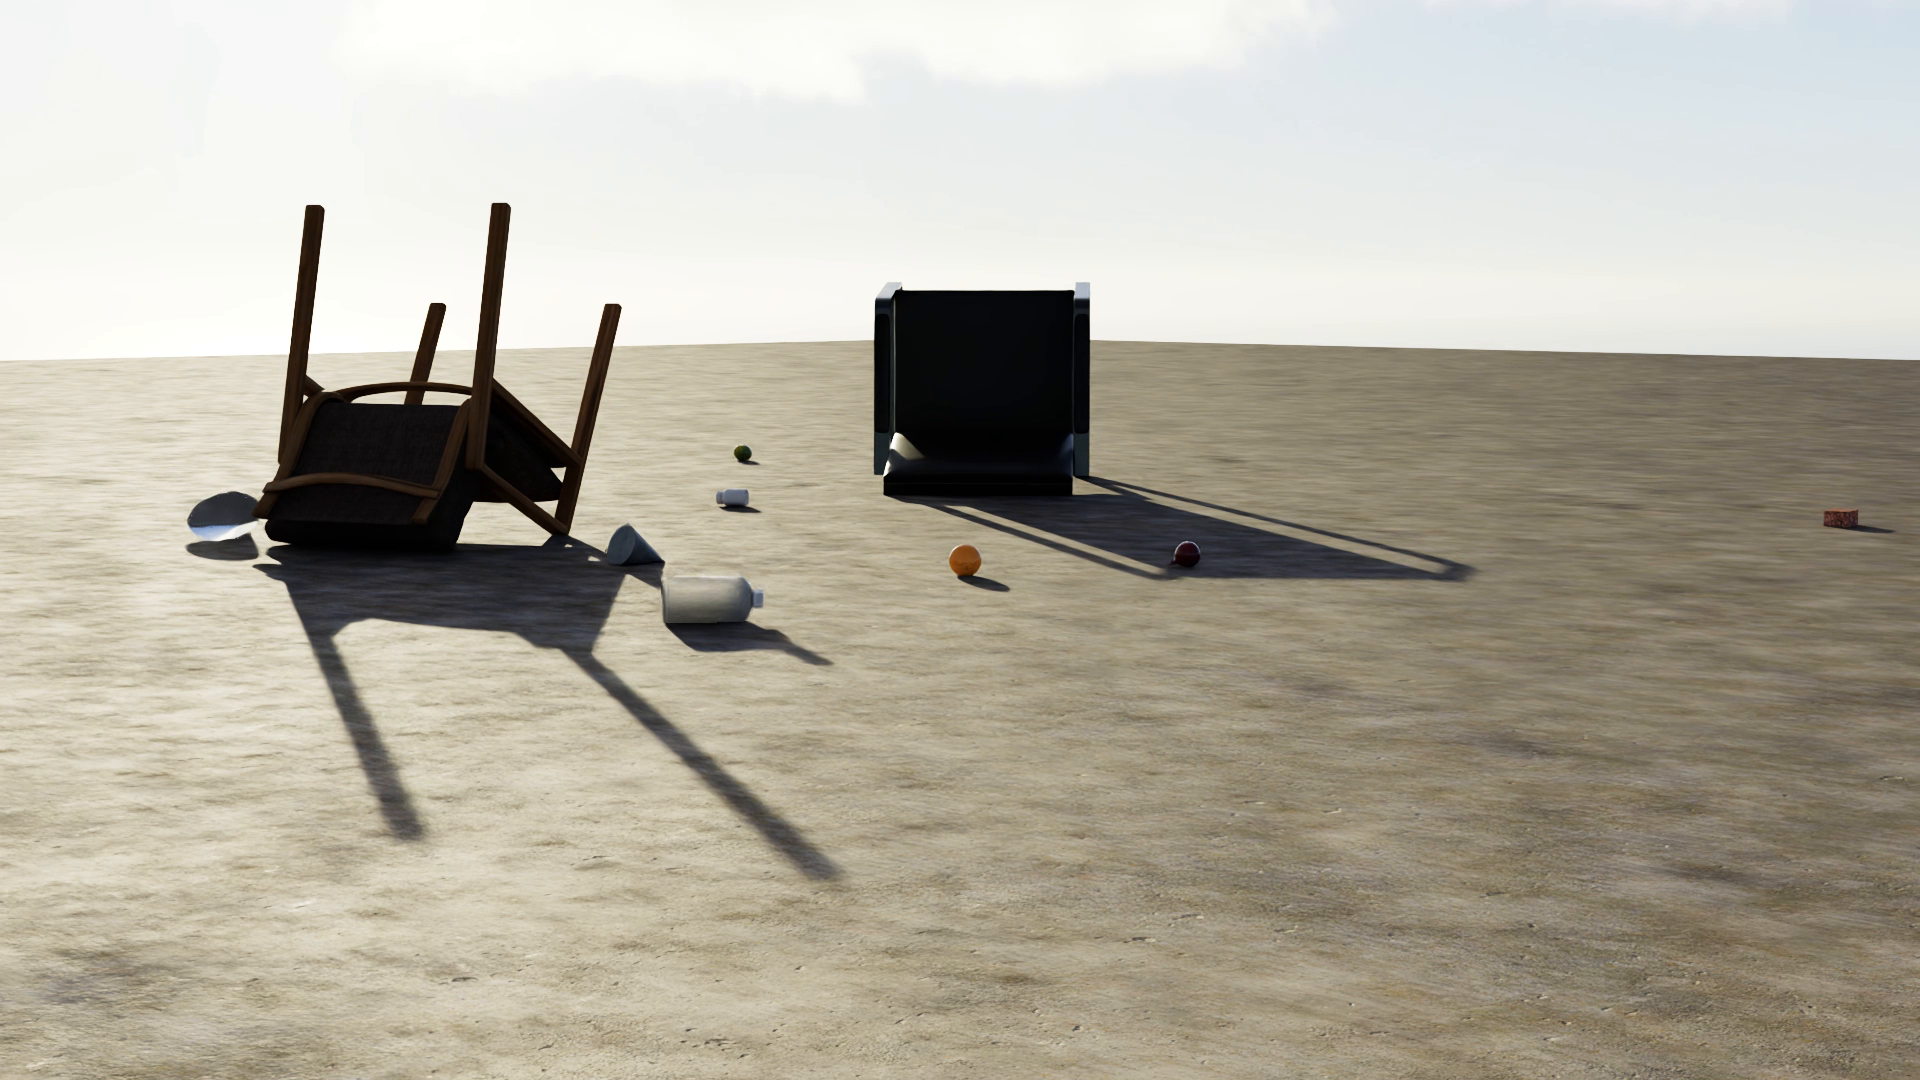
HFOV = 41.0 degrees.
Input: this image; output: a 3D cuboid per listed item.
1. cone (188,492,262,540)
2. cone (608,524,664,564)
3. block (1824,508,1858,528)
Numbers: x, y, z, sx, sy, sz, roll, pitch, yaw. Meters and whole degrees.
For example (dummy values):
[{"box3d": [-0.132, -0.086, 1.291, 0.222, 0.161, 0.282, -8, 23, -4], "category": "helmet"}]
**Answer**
[{"box3d": [-1.834, -0.040, 6.508, 0.187, 0.120, 0.204, -12, -11, -1], "category": "cone"}, {"box3d": [-0.727, 0.030, 5.896, 0.115, 0.098, 0.171, 23, -4, -26], "category": "cone"}, {"box3d": [2.331, -0.059, 6.787, 0.064, 0.040, 0.085, 4, 7, 36], "category": "block"}]
